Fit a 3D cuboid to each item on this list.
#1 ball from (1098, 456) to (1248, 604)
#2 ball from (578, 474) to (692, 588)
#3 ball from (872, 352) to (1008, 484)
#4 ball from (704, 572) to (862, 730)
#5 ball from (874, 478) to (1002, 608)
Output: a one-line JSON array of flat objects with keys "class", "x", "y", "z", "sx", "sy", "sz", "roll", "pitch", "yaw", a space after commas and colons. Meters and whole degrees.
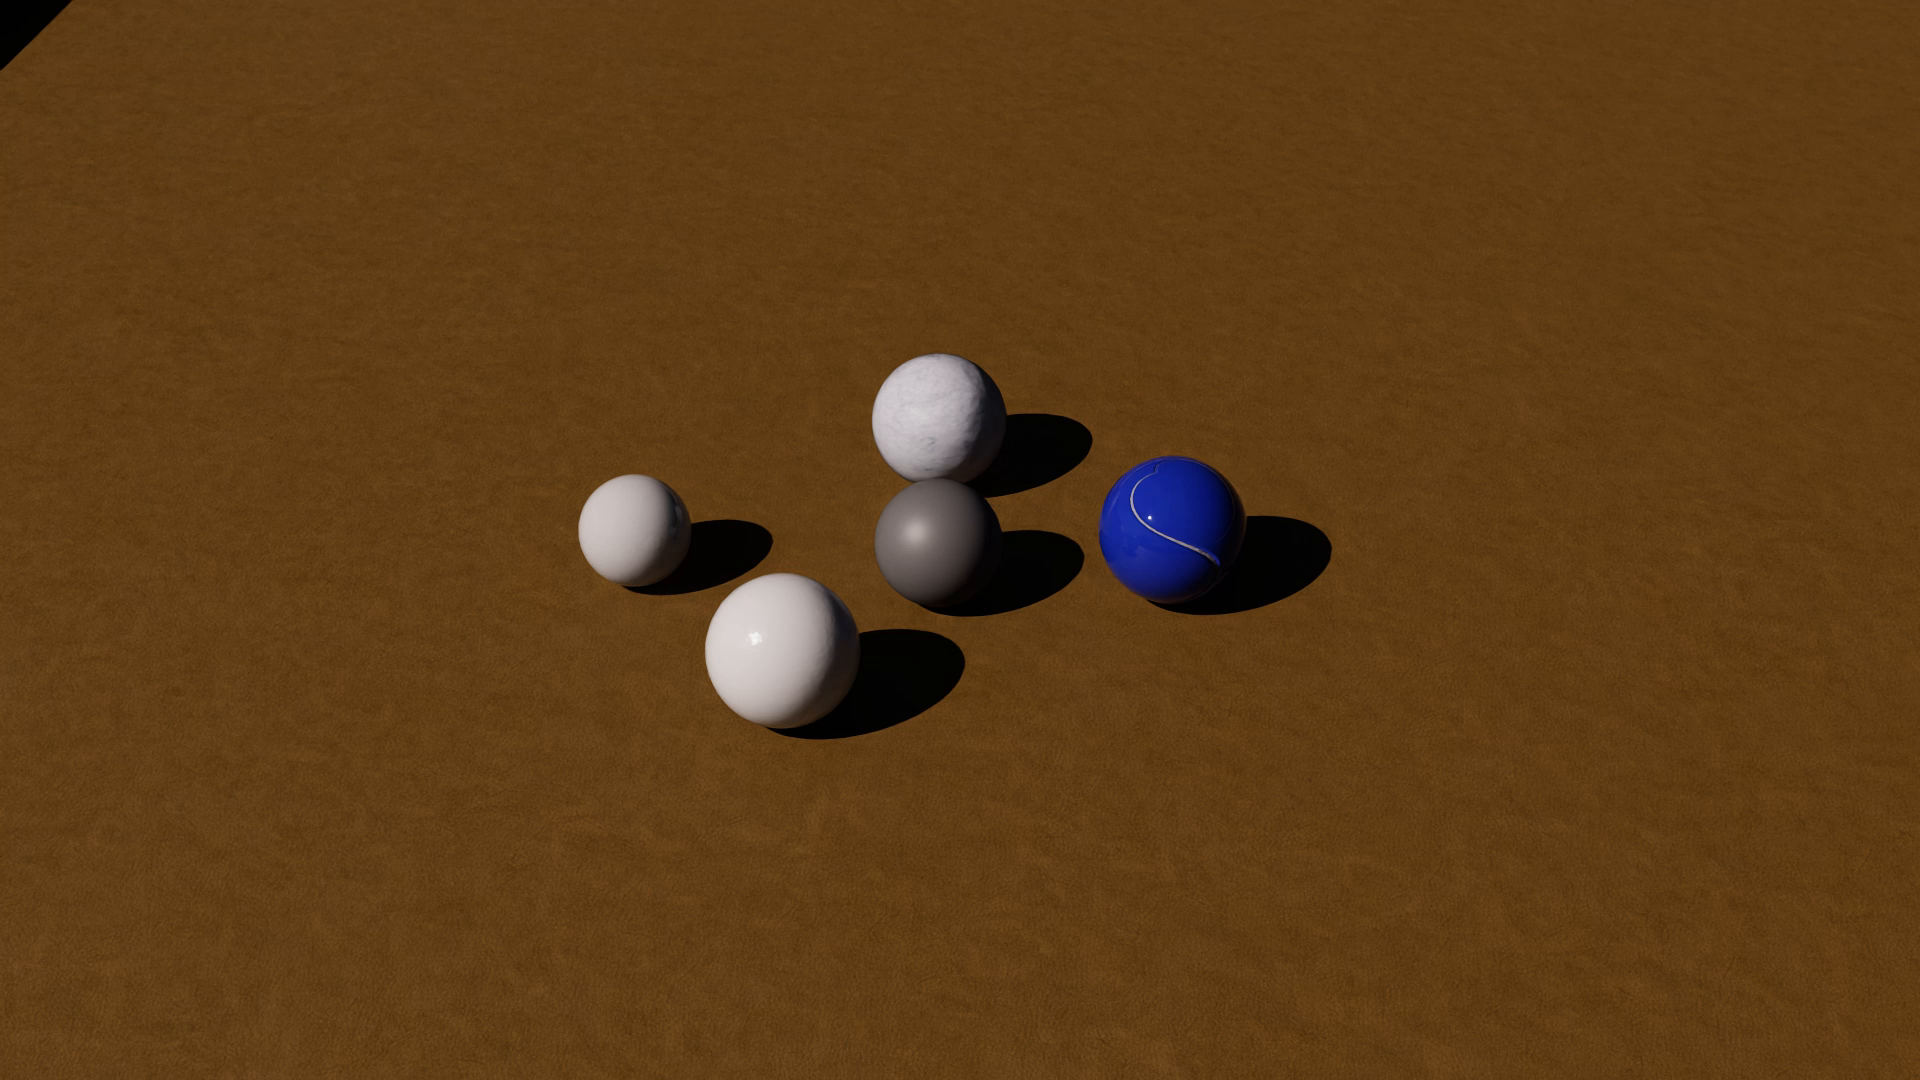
[{"class": "ball", "x": 0.138, "y": -0.007, "z": 1.659, "sx": 0.096, "sy": 0.096, "sz": 0.096, "roll": 0, "pitch": 36, "yaw": 0}, {"class": "ball", "x": -0.212, "y": -0.006, "z": 1.677, "sx": 0.074, "sy": 0.074, "sz": 0.074, "roll": 0, "pitch": 36, "yaw": 0}, {"class": "ball", "x": -0.014, "y": -0.082, "z": 1.767, "sx": 0.093, "sy": 0.093, "sz": 0.093, "roll": 0, "pitch": 36, "yaw": 0}, {"class": "ball", "x": -0.107, "y": 0.067, "z": 1.557, "sx": 0.095, "sy": 0.095, "sz": 0.095, "roll": 0, "pitch": 36, "yaw": 0}, {"class": "ball", "x": -0.014, "y": 0.002, "z": 1.658, "sx": 0.083, "sy": 0.083, "sz": 0.083, "roll": 0, "pitch": 36, "yaw": 0}]
